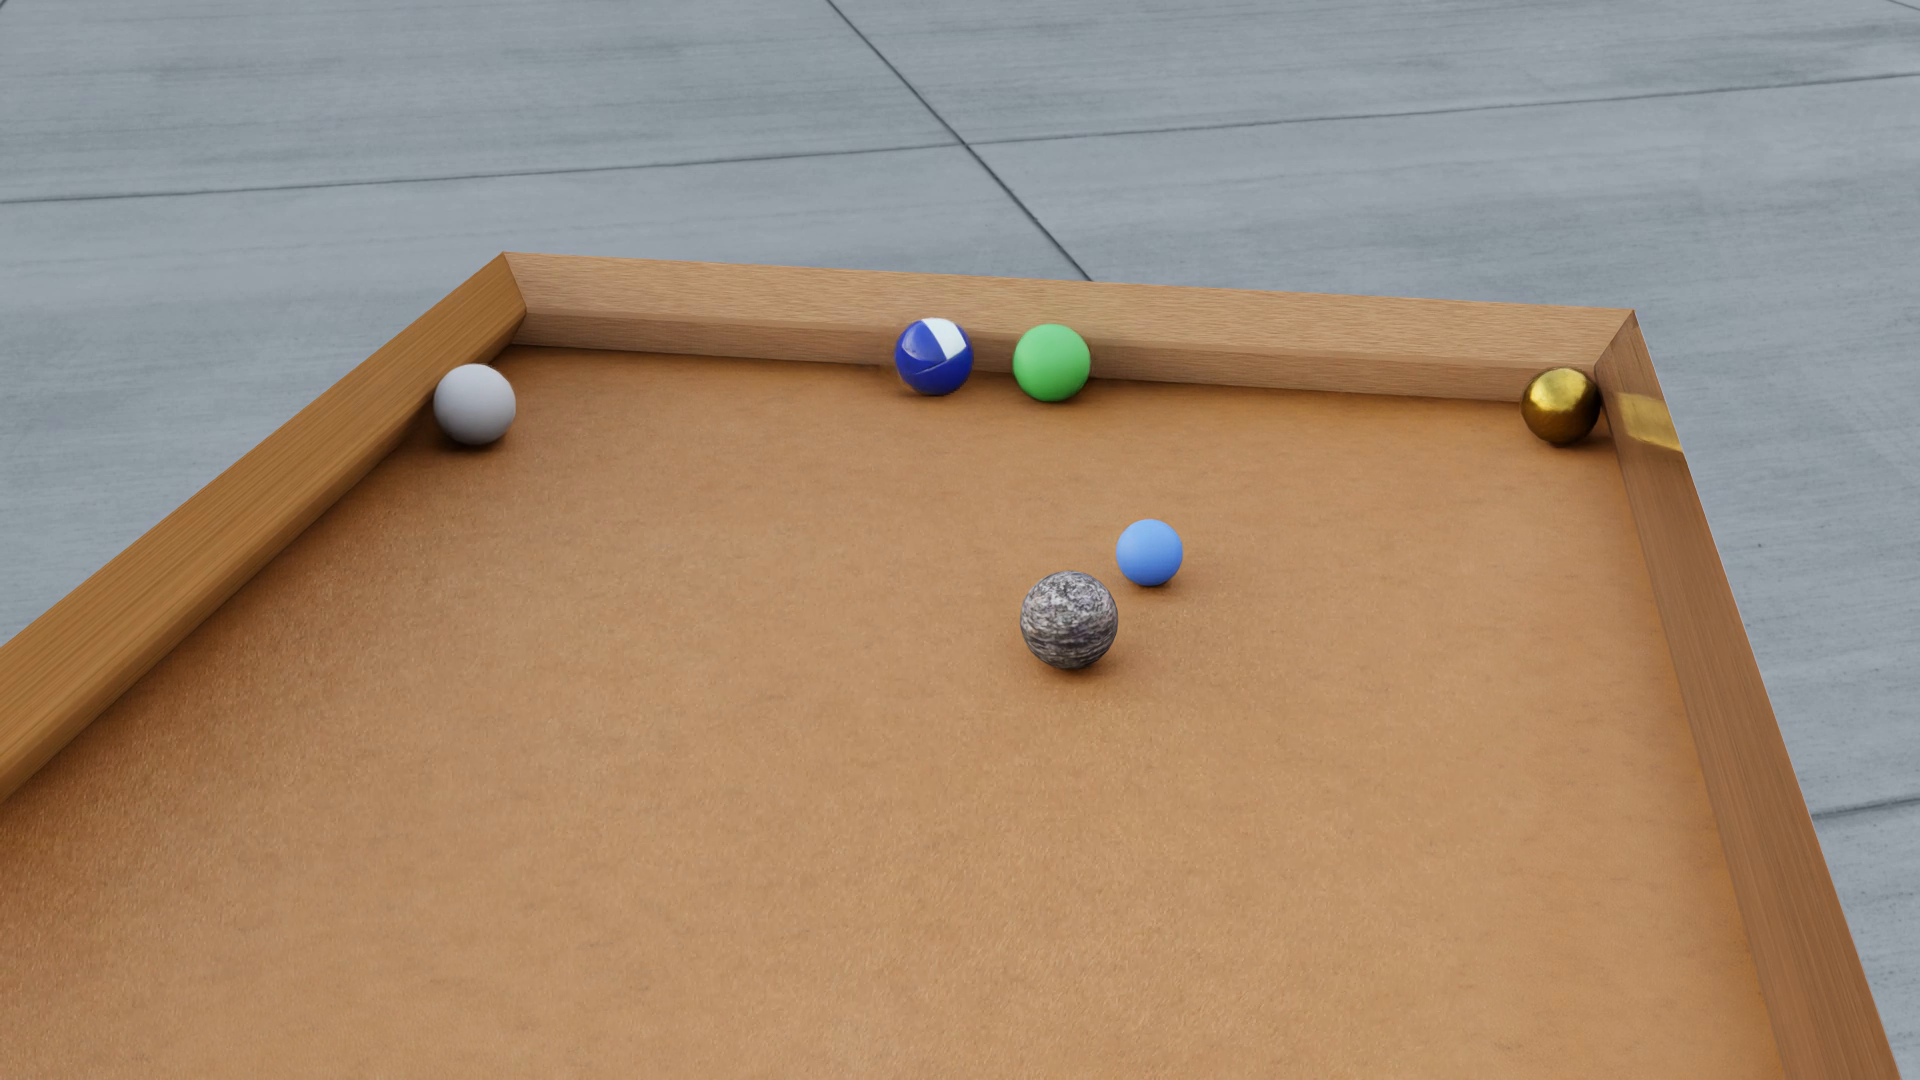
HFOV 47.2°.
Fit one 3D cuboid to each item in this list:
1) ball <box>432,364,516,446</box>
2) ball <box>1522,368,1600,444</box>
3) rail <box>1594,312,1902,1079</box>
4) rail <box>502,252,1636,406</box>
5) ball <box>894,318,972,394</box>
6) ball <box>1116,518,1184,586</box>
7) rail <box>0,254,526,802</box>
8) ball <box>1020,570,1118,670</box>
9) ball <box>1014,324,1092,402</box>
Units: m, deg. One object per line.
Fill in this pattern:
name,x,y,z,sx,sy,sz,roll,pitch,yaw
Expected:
ball,-0.573,-0.159,2.594,0.096,0.096,0.096,0,24,0
ball,0.710,-0.159,2.599,0.091,0.091,0.091,0,24,0
rail,0.580,0.286,1.550,0.045,0.126,2.557,4,24,9
rail,0.105,-0.263,2.788,1.445,0.126,0.045,4,24,9
ball,-0.034,-0.230,2.752,0.097,0.097,0.097,0,24,0
ball,0.193,0.013,2.240,0.068,0.068,0.068,0,24,0
rail,-0.797,0.190,1.767,0.045,0.126,2.557,4,24,9
ball,0.103,0.075,2.070,0.093,0.093,0.093,0,24,0
ball,0.114,-0.220,2.729,0.097,0.097,0.097,0,24,0
